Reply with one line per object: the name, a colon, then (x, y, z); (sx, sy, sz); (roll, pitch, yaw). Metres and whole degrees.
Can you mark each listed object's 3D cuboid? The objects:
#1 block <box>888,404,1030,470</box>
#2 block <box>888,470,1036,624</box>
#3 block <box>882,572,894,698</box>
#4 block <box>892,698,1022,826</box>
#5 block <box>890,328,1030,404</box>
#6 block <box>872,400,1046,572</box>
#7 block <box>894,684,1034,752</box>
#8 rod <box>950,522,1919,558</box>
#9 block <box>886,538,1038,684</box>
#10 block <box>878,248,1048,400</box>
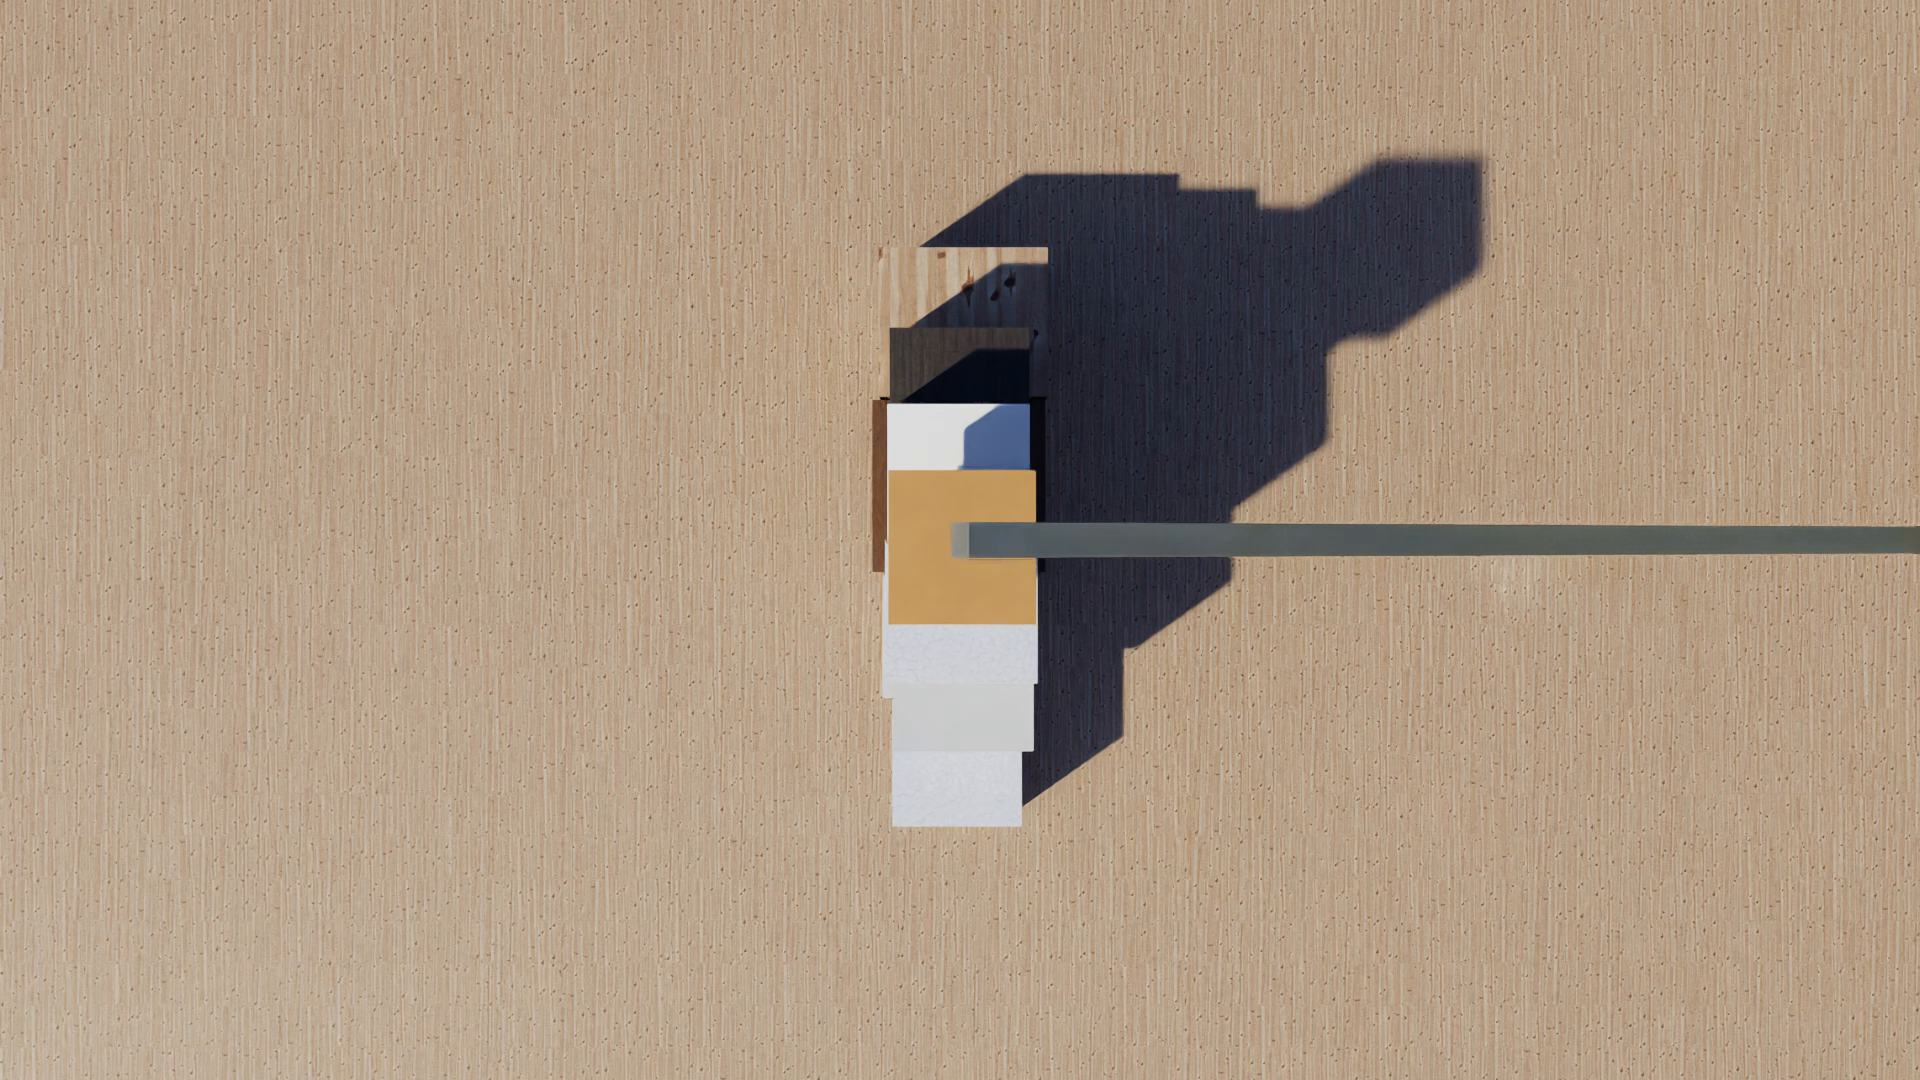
block: (-0.007, -0.339, 10.976); (0.693, 0.549, 0.659); (0, 91, 0)
block: (0.010, 0.030, 9.924); (0.641, 0.747, 0.673); (0, 90, 0)
block: (-0.011, 0.531, 12.590); (0.837, 0.819, 0.689); (0, 90, 0)
block: (-0.016, 1.239, 12.610); (0.720, 0.779, 0.708); (0, 90, 0)
block: (-0.003, -0.751, 11.606); (0.715, 0.729, 0.687); (0, 91, 0)
block: (-0.006, -0.297, 12.553); (0.952, 0.894, 0.948); (0, 90, 0)
block: (0.018, 0.740, 11.821); (0.731, 0.718, 0.723); (0, 90, 0)
rod: (2.234, 0.000, 6.253); (5.200, 0.080, 0.080); (0, 90, -31)
block: (0.007, 0.344, 11.100); (0.745, 0.704, 0.707); (0, 91, 0)
block: (0.018, -1.187, 12.485); (0.920, 1.030, 0.812); (0, 90, 0)
